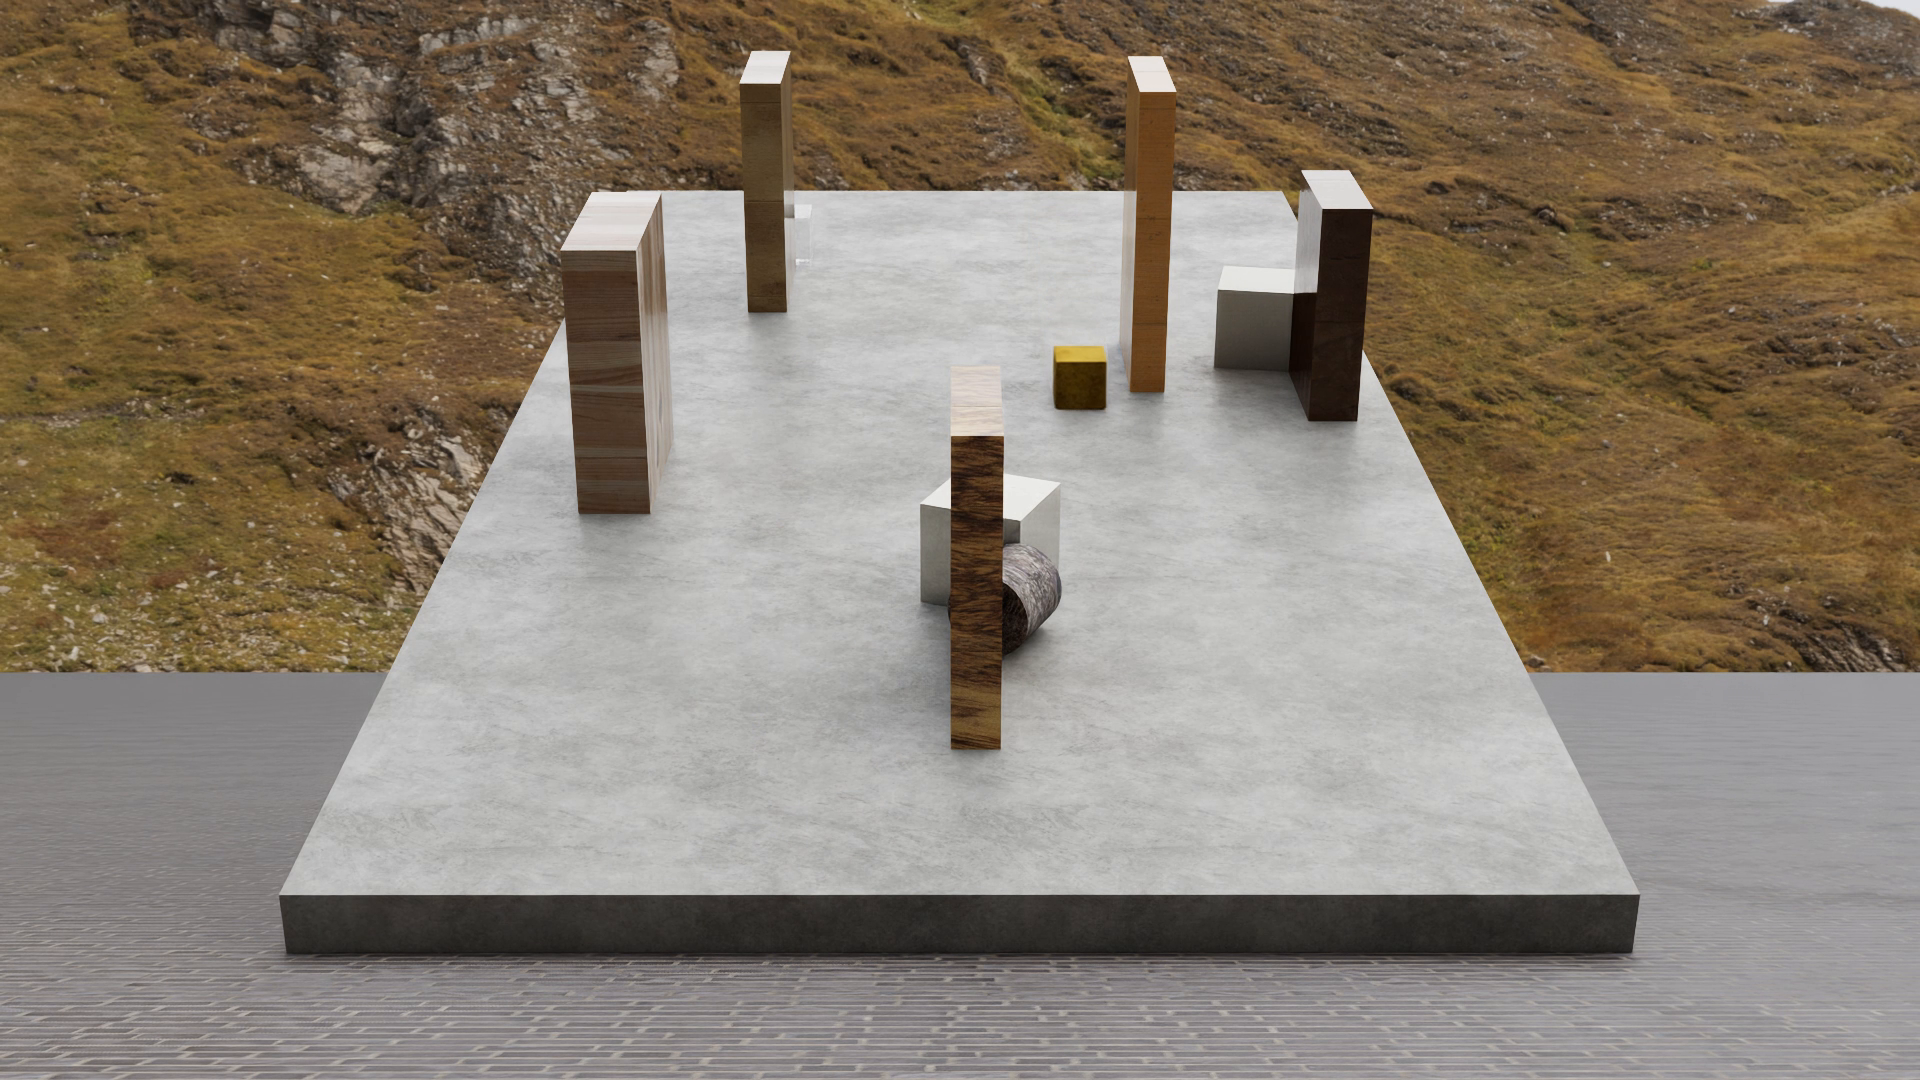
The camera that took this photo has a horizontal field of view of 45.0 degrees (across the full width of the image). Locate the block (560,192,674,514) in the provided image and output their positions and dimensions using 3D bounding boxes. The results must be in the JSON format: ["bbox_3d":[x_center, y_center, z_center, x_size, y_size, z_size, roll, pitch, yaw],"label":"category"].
[{"bbox_3d":[-0.706,-0.395,4.818,0.147,0.556,0.435,0,23,0],"label":"block"}]

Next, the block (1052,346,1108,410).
[{"bbox_3d":[0.275,-0.375,5.334,0.115,0.115,0.115,0,23,-1],"label":"block"}]

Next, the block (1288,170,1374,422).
[{"bbox_3d":[0.842,-0.560,5.289,0.111,0.493,0.332,0,23,0],"label":"block"}]

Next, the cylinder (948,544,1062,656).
[{"bbox_3d":[0.081,0.106,4.166,0.156,0.156,0.156,-2,20,27],"label":"cylinder"}]

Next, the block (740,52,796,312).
[{"bbox_3d":[-0.496,-0.935,6.025,0.101,0.592,0.392,0,23,0],"label":"block"}]

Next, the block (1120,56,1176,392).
[{"bbox_3d":[0.437,-0.744,5.444,0.081,0.705,0.378,0,23,0],"label":"block"}]

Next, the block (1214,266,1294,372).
[{"bbox_3d":[0.725,-0.536,5.605,0.196,0.196,0.196,4,24,10],"label":"block"}]

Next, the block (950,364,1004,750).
[{"bbox_3d":[0.026,0.024,3.858,0.083,0.551,0.338,0,23,0],"label":"block"}]

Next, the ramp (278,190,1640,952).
[{"bbox_3d":[-0.008,-0.227,5.259,2.000,0.100,4.000,0,23,0],"label":"ramp"}]

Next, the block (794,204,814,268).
[{"bbox_3d":[-0.477,-0.834,6.359,0.140,0.140,0.140,0,23,-1],"label":"block"}]

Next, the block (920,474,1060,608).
[{"bbox_3d":[0.058,0.004,4.347,0.200,0.200,0.200,10,25,22],"label":"block"}]
